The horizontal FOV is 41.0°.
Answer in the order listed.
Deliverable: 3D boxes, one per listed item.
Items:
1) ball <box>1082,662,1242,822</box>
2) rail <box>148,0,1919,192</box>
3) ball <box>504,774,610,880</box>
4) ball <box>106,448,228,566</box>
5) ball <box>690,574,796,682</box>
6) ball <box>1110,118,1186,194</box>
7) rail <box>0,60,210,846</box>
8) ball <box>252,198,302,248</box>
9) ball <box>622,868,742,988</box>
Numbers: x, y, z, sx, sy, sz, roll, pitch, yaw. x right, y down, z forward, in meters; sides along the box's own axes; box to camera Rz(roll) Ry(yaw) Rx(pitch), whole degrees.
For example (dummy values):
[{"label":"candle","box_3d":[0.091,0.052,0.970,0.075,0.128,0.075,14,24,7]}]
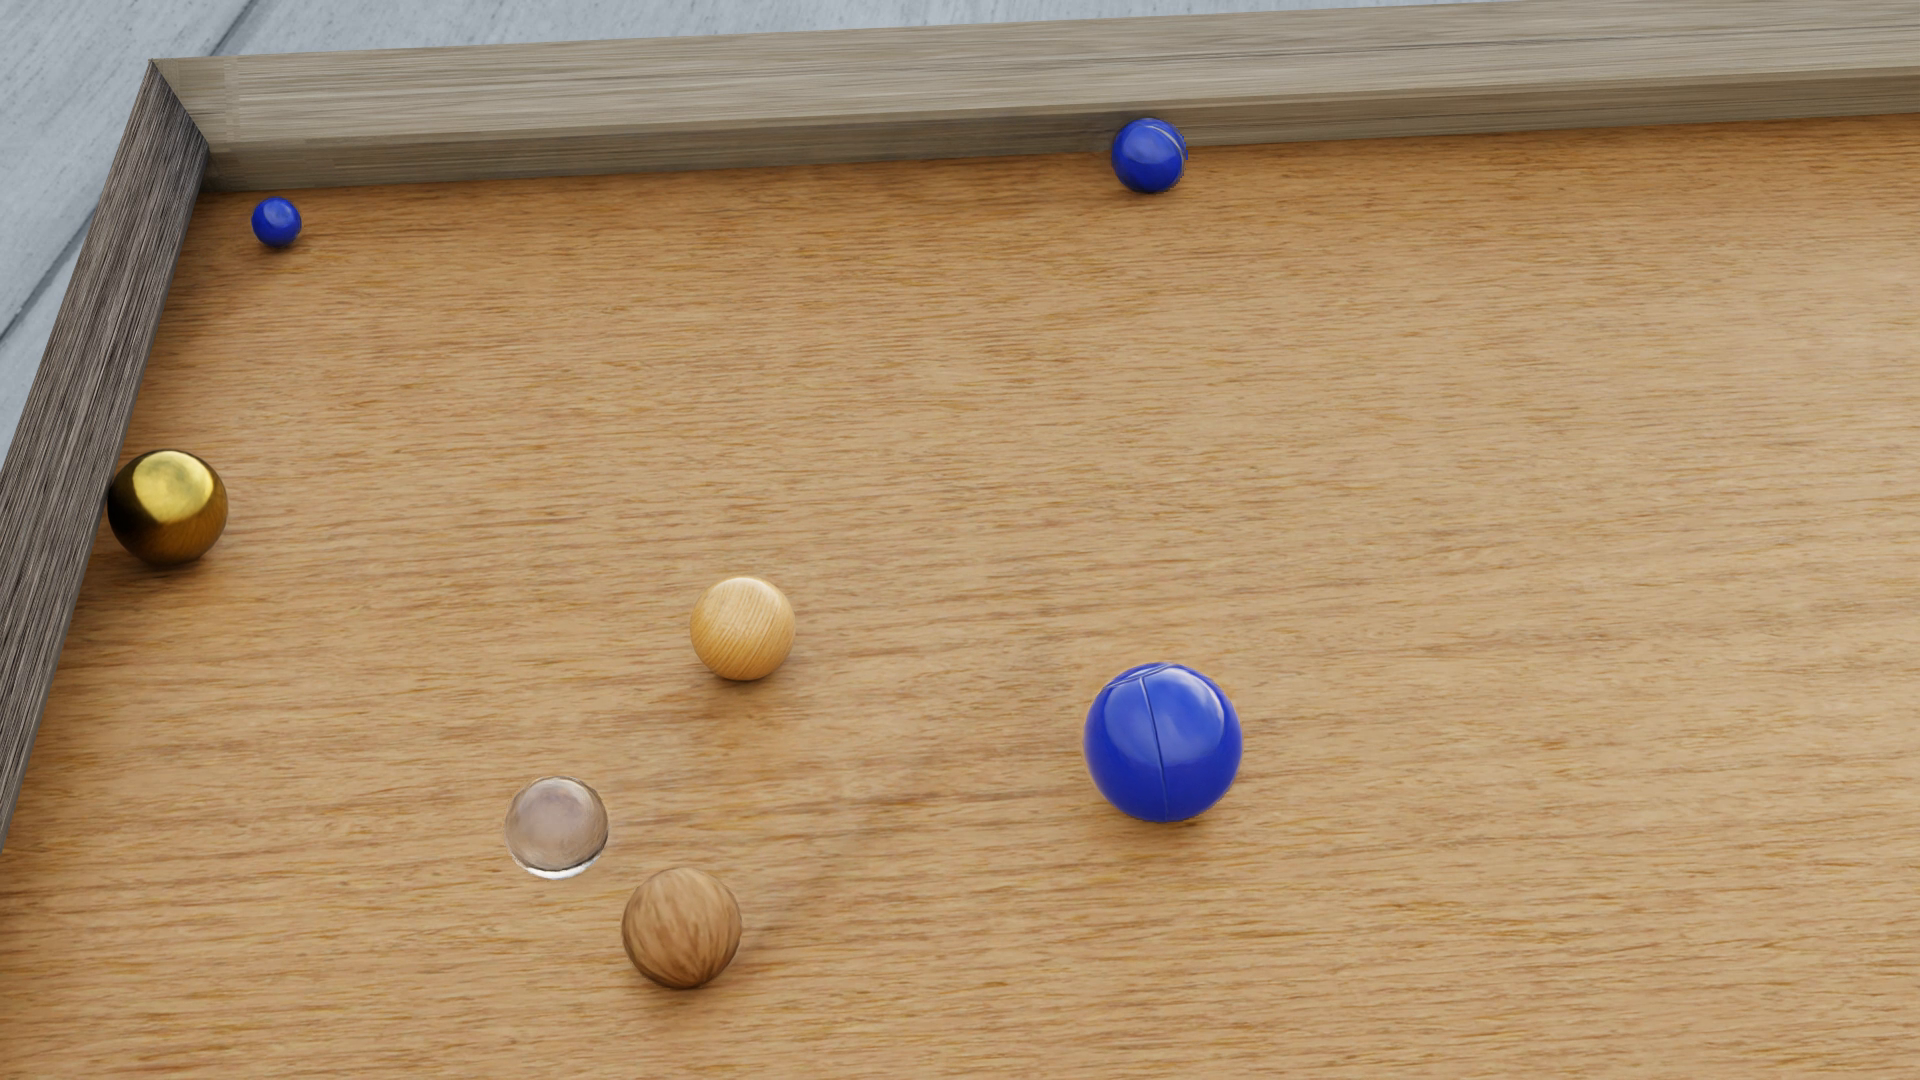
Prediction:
[{"label":"ball","box_3d":[0.123,0.123,1.565,0.097,0.097,0.097,0,35,0]},{"label":"rail","box_3d":[0.560,-0.417,2.297,2.504,0.126,0.045,-3,36,-5]},{"label":"ball","box_3d":[-0.240,0.171,1.528,0.062,0.062,0.062,0,35,0]},{"label":"ball","box_3d":[-0.550,-0.023,1.784,0.081,0.081,0.081,0,35,0]},{"label":"ball","box_3d":[-0.142,0.058,1.681,0.070,0.070,0.070,0,35,0]},{"label":"ball","box_3d":[0.164,-0.335,2.237,0.065,0.065,0.065,0,35,0]},{"label":"rail","box_3d":[-0.599,0.012,1.694,0.045,0.126,1.283,-3,36,-5]},{"label":"ball","box_3d":[-0.575,-0.267,2.162,0.041,0.041,0.041,0,35,0]},{"label":"ball","box_3d":[-0.158,0.219,1.454,0.068,0.068,0.068,0,35,0]}]
